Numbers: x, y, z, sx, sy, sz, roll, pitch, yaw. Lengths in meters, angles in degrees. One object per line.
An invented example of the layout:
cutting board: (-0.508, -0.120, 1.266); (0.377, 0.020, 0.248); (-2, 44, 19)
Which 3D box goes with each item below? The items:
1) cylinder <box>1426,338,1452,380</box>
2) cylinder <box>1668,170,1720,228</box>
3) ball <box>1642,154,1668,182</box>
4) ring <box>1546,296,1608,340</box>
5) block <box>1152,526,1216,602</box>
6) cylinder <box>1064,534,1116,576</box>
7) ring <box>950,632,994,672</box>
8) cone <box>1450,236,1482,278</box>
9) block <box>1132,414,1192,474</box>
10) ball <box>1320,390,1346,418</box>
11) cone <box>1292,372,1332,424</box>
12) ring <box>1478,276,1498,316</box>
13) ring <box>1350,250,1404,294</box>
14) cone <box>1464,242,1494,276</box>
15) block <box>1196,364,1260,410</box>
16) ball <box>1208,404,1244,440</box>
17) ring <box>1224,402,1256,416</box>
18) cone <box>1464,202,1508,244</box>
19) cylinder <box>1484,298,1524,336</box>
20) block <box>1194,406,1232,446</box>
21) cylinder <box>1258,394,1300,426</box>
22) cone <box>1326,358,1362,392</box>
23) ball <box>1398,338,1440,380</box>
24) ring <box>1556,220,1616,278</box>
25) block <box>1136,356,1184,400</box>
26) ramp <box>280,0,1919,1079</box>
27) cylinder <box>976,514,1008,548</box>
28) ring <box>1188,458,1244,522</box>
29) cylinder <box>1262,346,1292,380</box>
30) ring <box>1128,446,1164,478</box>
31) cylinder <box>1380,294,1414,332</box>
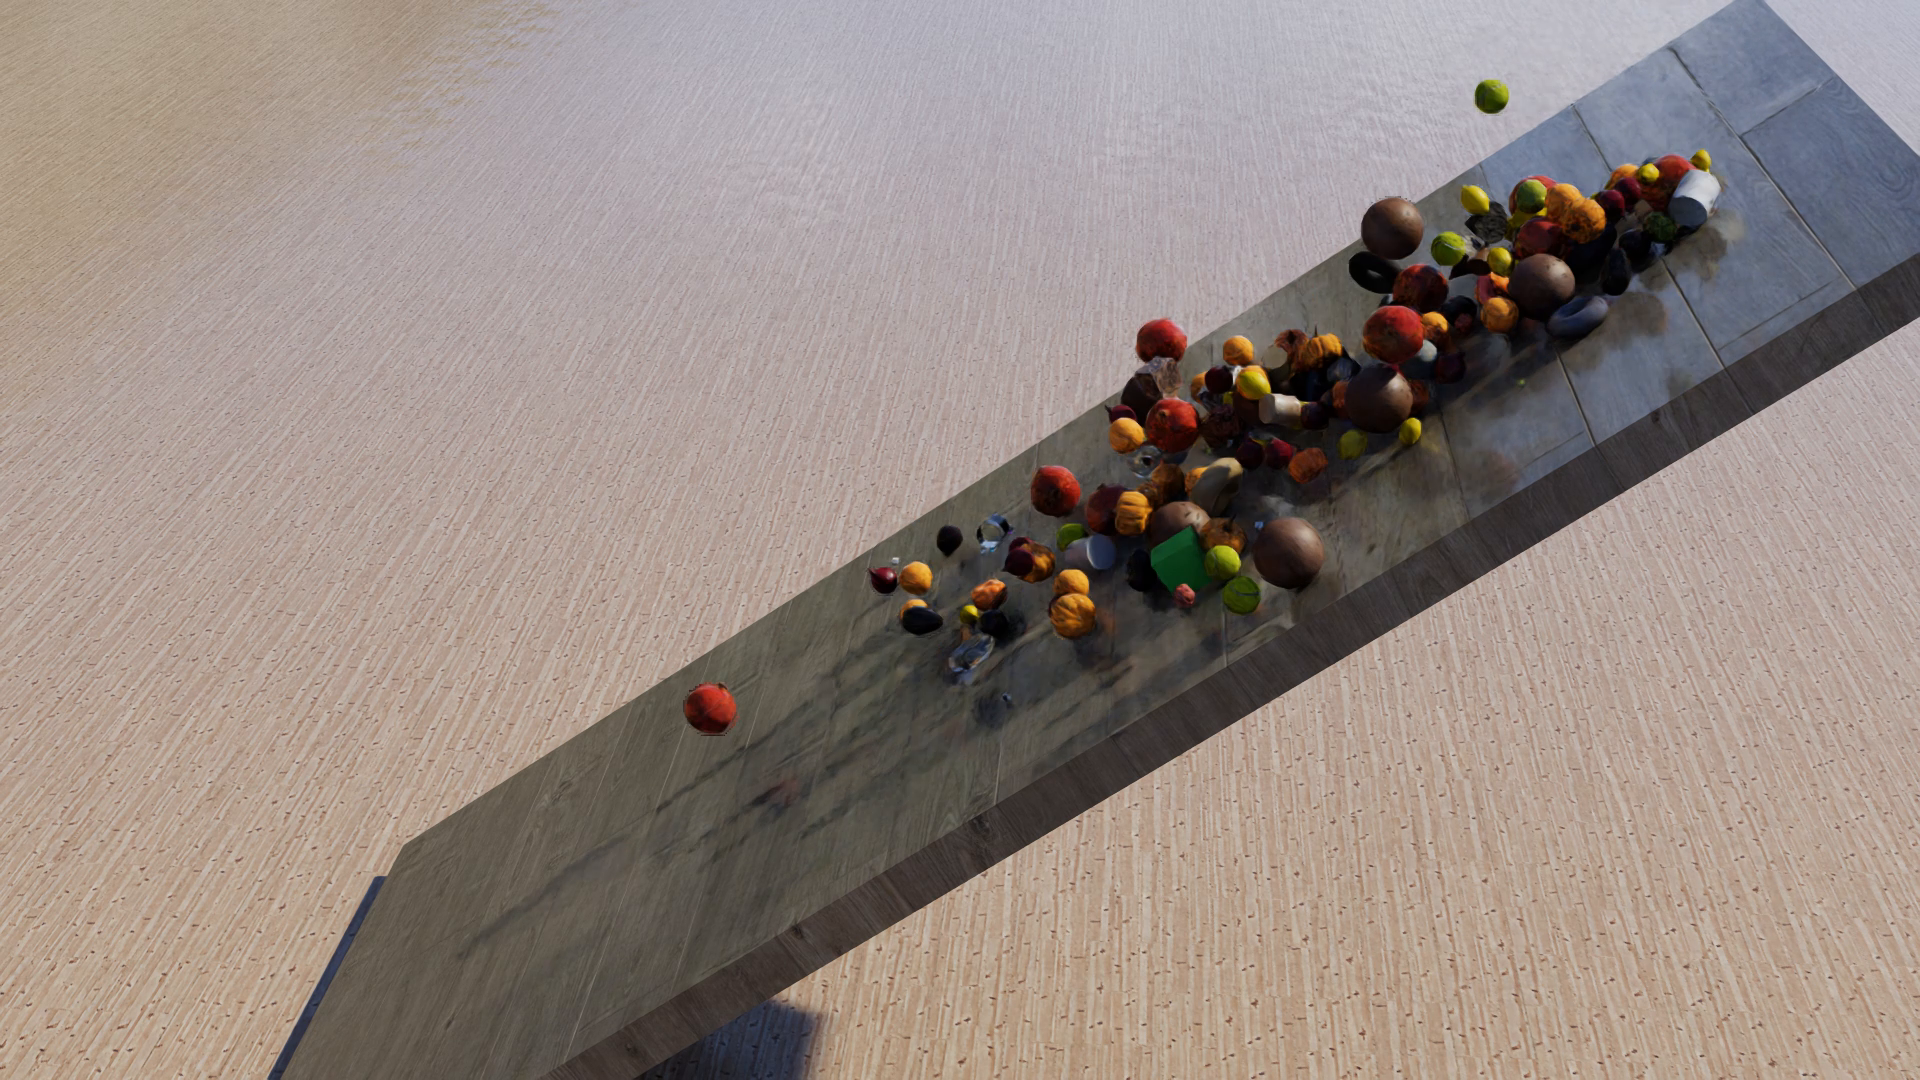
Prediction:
cylinder: (0.928, -0.358, 5.805); (0.059, 0.059, 0.059); (44, 39, 18)
cylinder: (1.405, -0.654, 5.631); (0.078, 0.078, 0.078); (12, 53, 29)
ball: (1.409, -0.754, 5.962); (0.054, 0.054, 0.054); (0, 21, 0)
ring: (1.164, -0.419, 5.547); (0.124, 0.041, 0.124); (-28, 16, 9)
block: (0.432, 0.046, 5.677); (0.089, 0.089, 0.089); (-32, 16, 15)
cylinder: (0.270, 0.032, 6.093); (0.077, 0.077, 0.077); (-16, -1, -36)
ring: (0.024, 0.235, 6.110); (0.109, 0.036, 0.109); (-35, 15, 11)
cone: (1.051, -0.573, 6.147); (0.088, 0.088, 0.088); (26, 40, -24)
block: (0.443, -0.206, 6.415); (0.082, 0.082, 0.082); (-26, 18, 34)
ball: (0.759, -0.278, 5.988); (0.056, 0.056, 0.056); (0, 21, 0)
cone: (0.726, -0.282, 6.095); (0.098, 0.098, 0.098); (6, 64, 16)
ring: (1.047, -0.480, 5.814); (0.031, 0.093, 0.093); (-17, 18, 13)
ring: (0.878, -0.565, 6.204); (0.122, 0.122, 0.041); (13, 64, 29)
cone: (1.070, -0.582, 6.009); (0.064, 0.064, 0.064); (10, 66, 23)
block: (0.586, -0.318, 6.433); (0.083, 0.083, 0.083); (-22, 21, 42)
ball: (0.566, -0.251, 6.243); (0.075, 0.075, 0.075); (0, 21, 0)
ring: (0.602, -0.283, 6.342); (0.079, 0.026, 0.079); (4, 2, 0)
cone: (1.063, -0.650, 6.039); (0.087, 0.087, 0.087); (-12, 9, -28)
cylinder: (1.065, -0.436, 5.751); (0.056, 0.056, 0.056); (30, 24, -1)
block: (0.556, -0.246, 6.321); (0.062, 0.062, 0.062); (-42, 16, -21)
cylinder: (0.627, -0.257, 5.780); (0.059, 0.059, 0.059); (4, 17, -28)
cone: (0.783, -0.328, 5.960); (0.073, 0.073, 0.073); (0, 12, 1)
ball: (0.890, -0.351, 5.709); (0.080, 0.080, 0.080); (0, 21, 0)
ring: (1.238, -0.575, 5.817); (0.142, 0.047, 0.142); (-44, 10, 10)
block: (0.431, -0.350, 6.341); (0.064, 0.064, 0.064); (-37, 25, -22)
ramp: (0.136, 0.173, 6.305); (4.000, 0.100, 2.000); (-32, 16, 15)
cylinder: (0.074, -0.021, 6.669); (0.059, 0.059, 0.059); (6, 22, 15)
ring: (0.511, -0.100, 5.886); (0.049, 0.148, 0.148); (37, 36, 22)
cylinder: (0.649, -0.362, 6.033); (0.052, 0.052, 0.052); (-7, 63, 14)
ring: (0.401, -0.169, 6.359); (0.078, 0.078, 0.026); (2, 28, 5)
cylinder: (0.919, -0.480, 6.194); (0.066, 0.066, 0.066); (1, 18, 2)
